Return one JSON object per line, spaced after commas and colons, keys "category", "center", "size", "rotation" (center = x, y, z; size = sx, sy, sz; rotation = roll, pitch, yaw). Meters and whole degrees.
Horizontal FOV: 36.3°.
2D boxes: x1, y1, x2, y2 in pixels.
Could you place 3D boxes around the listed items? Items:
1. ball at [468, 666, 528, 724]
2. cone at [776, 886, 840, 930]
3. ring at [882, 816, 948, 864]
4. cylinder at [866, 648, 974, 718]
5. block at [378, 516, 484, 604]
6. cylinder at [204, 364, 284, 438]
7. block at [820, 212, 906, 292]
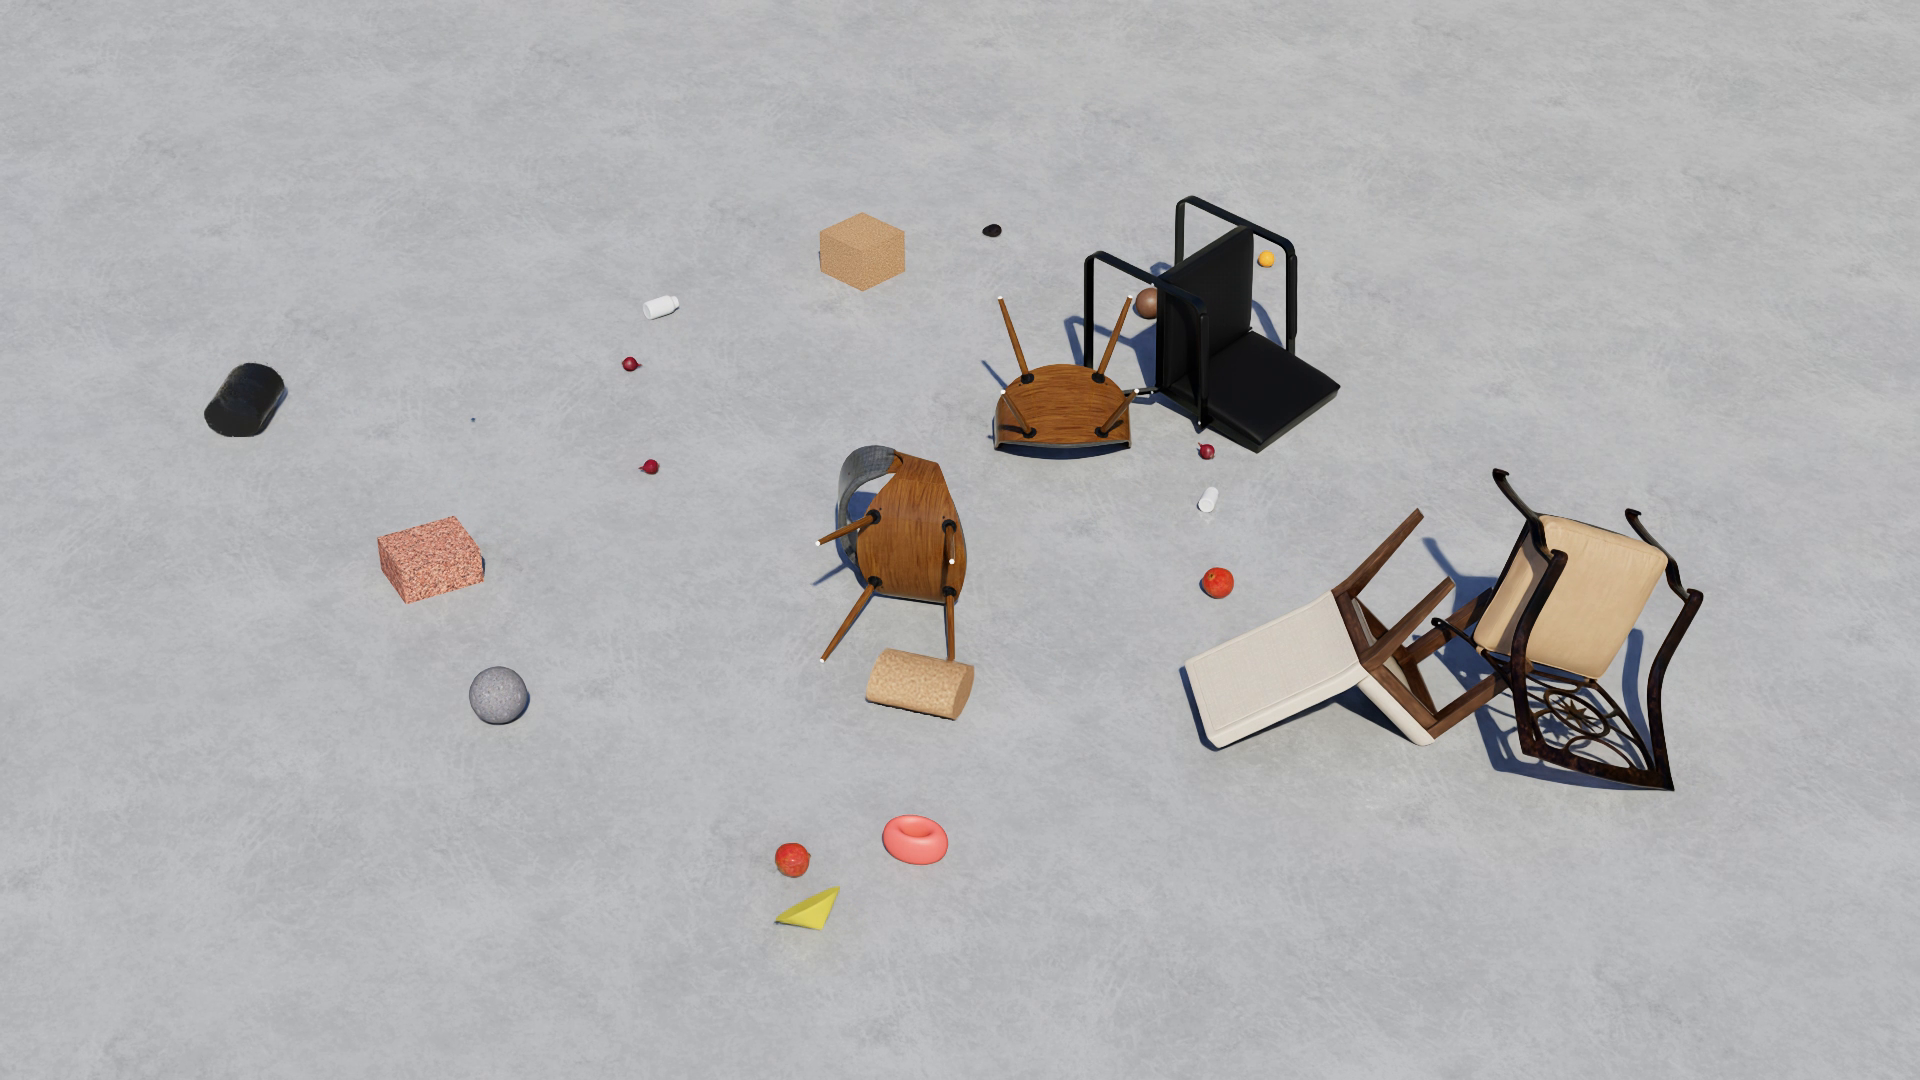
{"category": "ball", "center": [-1.570, 0.527, 9.967], "size": [0.196, 0.196, 0.196], "rotation": [0, 33, 0]}
{"category": "cone", "center": [-0.451, 1.171, 9.102], "size": [0.223, 0.094, 0.233], "rotation": [-25, 2, 38]}
{"category": "ring", "center": [-0.143, 0.960, 9.388], "size": [0.217, 0.111, 0.150], "rotation": [12, 38, 14]}
{"category": "cylinder", "center": [-0.135, 0.491, 10.070], "size": [0.312, 0.141, 0.235], "rotation": [11, 41, 16]}
{"category": "block", "center": [-1.933, 0.071, 10.707], "size": [0.301, 0.142, 0.258], "rotation": [-17, 37, -24]}
{"category": "cylinder", "center": [-2.836, -0.554, 11.619], "size": [0.235, 0.182, 0.274], "rotation": [-2, 33, 10]}
{"category": "block", "center": [-0.421, -1.245, 12.658], "size": [0.262, 0.194, 0.255], "rotation": [28, 43, 36]}
